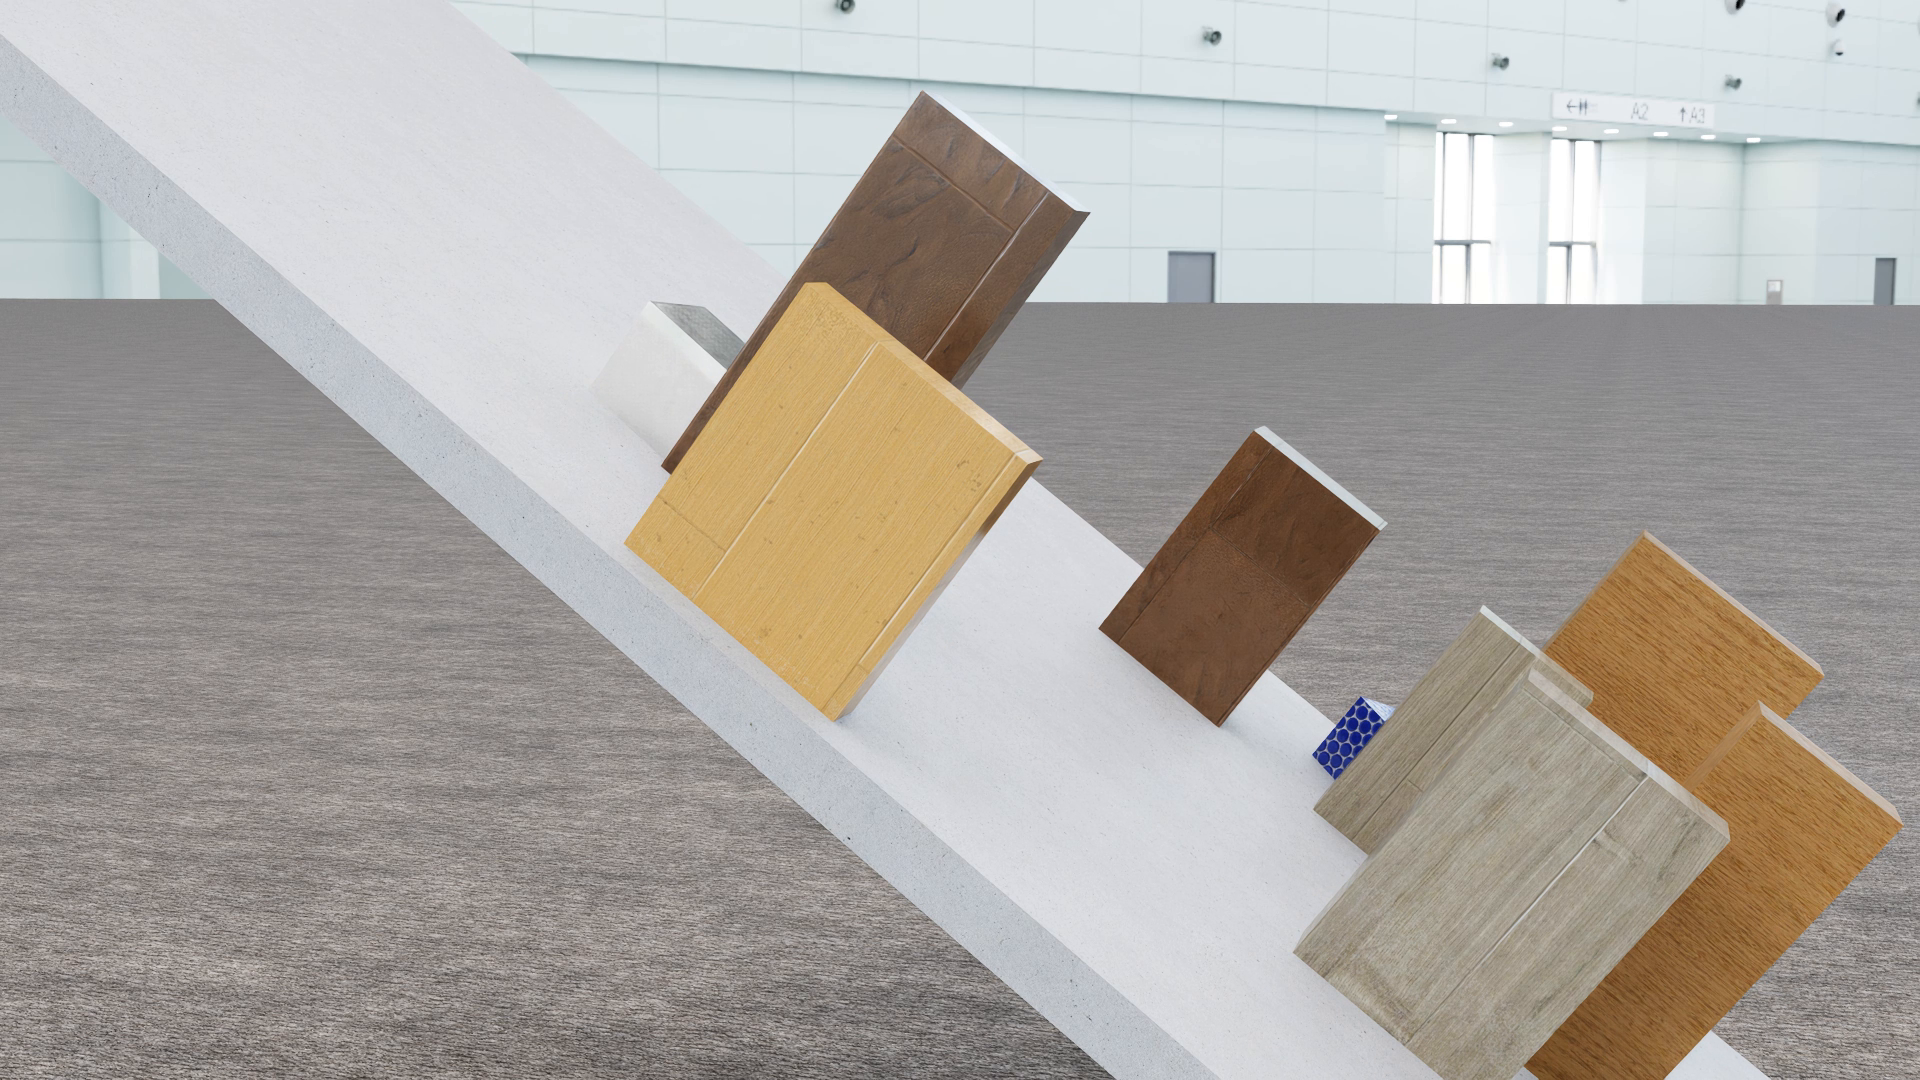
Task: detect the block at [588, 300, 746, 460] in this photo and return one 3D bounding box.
[{"bbox_3d":[-0.461,-0.265,3.691,0.187,0.187,0.187,42,16,15],"label":"block"}]

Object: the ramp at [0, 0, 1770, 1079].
[{"bbox_3d":[-0.046,0.103,4.061,4.000,0.100,2.000,40,16,9],"label":"ramp"}]

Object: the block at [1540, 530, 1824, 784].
[{"bbox_3d":[1.306,0.416,4.454,0.431,0.769,0.132,40,16,9],"label":"block"}]

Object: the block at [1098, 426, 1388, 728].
[{"bbox_3d":[0.554,0.071,4.320,0.307,0.502,0.128,40,16,9],"label":"block"}]

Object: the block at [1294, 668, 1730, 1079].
[{"bbox_3d":[0.864,0.551,3.475,0.380,0.582,0.119,40,16,9],"label":"block"}]

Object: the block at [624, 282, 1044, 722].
[{"bbox_3d":[-0.187,-0.055,3.149,0.407,0.475,0.083,40,16,9],"label":"block"}]

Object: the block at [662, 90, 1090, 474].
[{"bbox_3d":[-0.141,-0.315,3.493,0.305,0.741,0.101,40,16,9],"label":"block"}]

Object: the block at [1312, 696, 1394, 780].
[{"bbox_3d":[0.869,0.450,4.545,0.162,0.162,0.162,19,23,-47],"label":"block"}]

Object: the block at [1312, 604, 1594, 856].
[{"bbox_3d":[0.938,0.404,4.196,0.261,0.502,0.089,40,16,9],"label":"block"}]

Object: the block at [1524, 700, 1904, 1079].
[{"bbox_3d":[1.226,0.643,3.727,0.279,0.722,0.135,40,16,9],"label":"block"}]
